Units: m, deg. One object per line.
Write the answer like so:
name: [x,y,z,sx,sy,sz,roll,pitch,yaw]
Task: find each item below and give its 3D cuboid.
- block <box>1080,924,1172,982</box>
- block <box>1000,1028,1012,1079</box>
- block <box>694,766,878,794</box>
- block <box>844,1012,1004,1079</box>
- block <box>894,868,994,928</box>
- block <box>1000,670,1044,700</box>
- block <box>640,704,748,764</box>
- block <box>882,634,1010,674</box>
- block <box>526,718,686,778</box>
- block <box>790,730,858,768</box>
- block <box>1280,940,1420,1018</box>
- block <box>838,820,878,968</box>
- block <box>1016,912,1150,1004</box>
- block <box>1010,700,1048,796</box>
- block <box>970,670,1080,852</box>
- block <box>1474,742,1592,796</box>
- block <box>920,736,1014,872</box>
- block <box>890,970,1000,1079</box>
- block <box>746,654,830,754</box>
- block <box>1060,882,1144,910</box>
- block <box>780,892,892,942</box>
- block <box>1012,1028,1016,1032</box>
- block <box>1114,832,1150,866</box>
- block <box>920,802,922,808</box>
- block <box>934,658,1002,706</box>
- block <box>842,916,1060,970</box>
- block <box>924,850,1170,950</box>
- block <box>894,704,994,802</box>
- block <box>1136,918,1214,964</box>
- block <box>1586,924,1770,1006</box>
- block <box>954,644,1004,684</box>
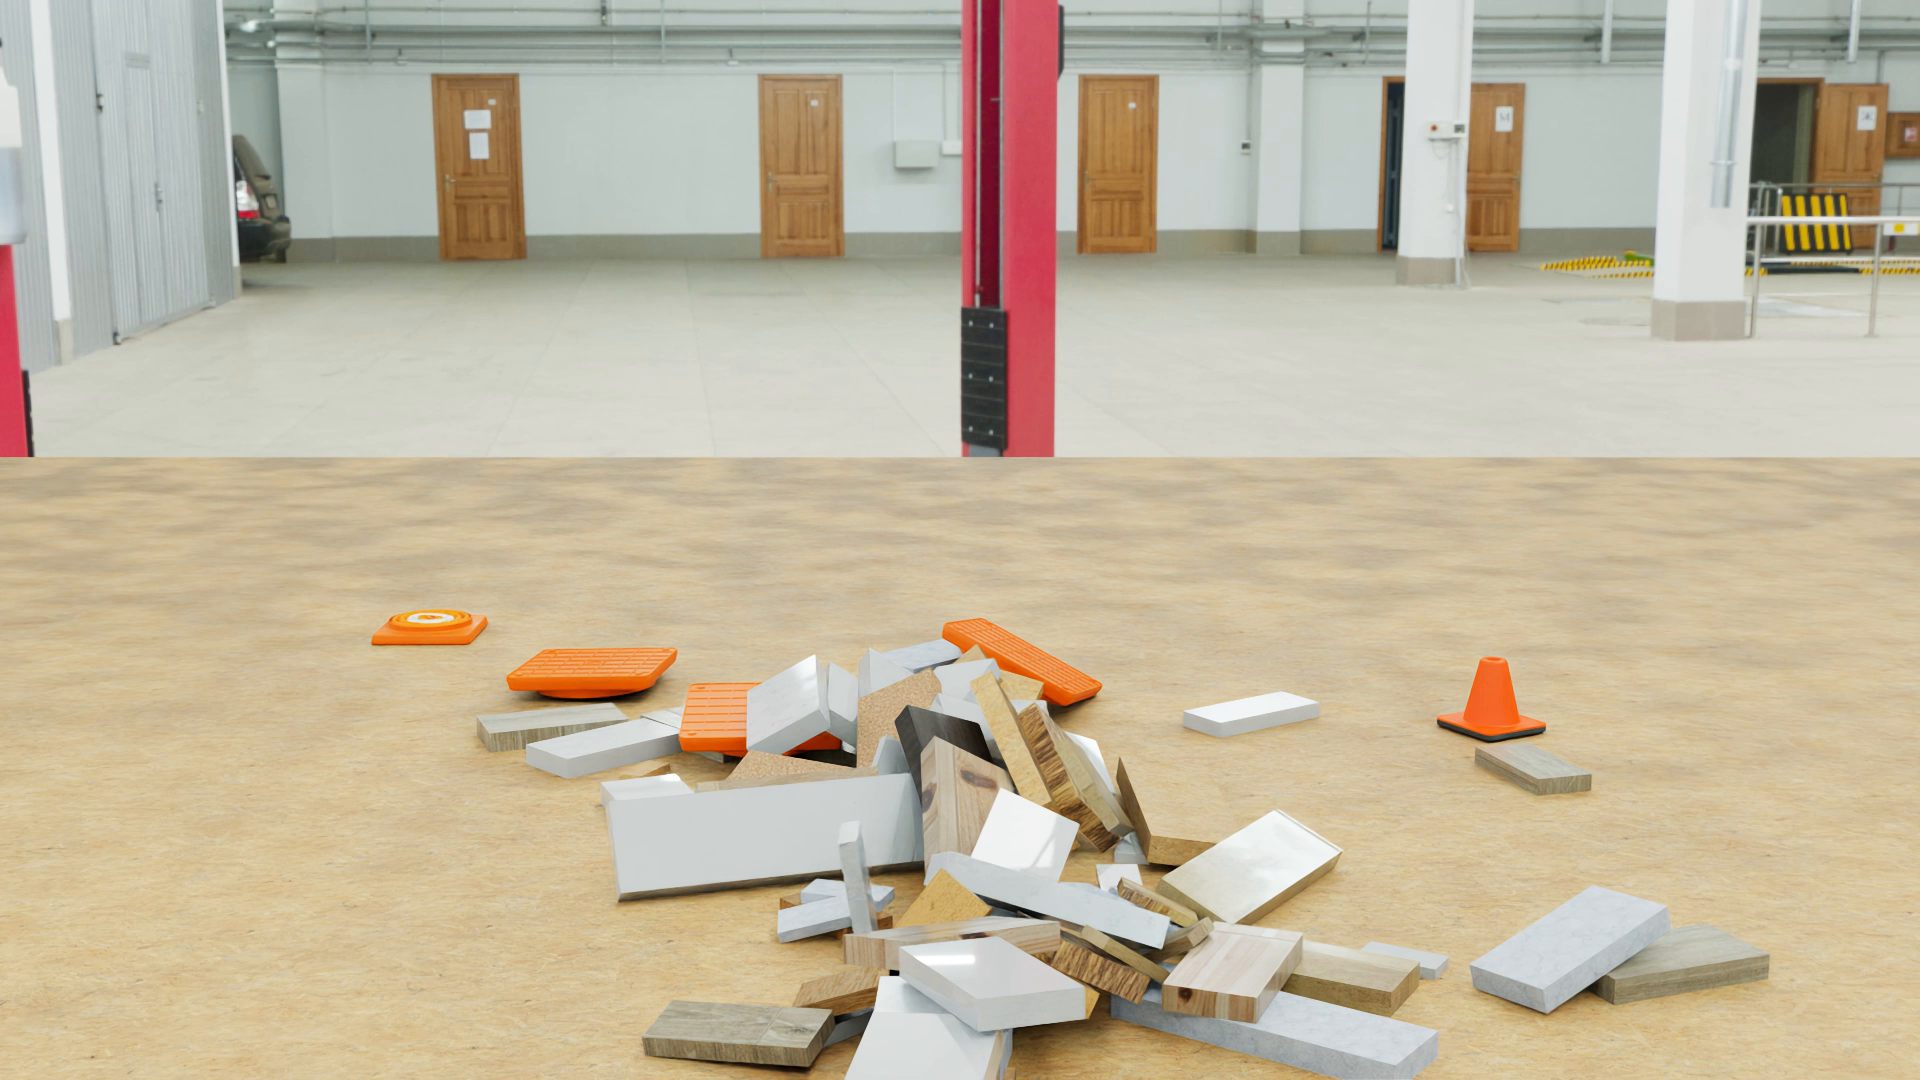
block: [0.242,0.596,3.149,0.136,0.019,0.068,33,-7,-26]
block: [-0.012,0.658,2.808,0.140,0.040,0.280,-1,-2,5]
block: [-0.288,0.488,3.797,0.320,0.160,0.045,-3,-26,-18]
block: [-0.048,0.600,2.388,0.150,0.043,0.301,0,13,9]
block: [-0.047,0.573,3.148,0.093,0.186,0.026,38,-3,18]
block: [0.078,0.360,4.469,0.115,0.033,0.230,16,43,13]
block: [-0.520,0.400,4.577,0.148,0.042,0.296,-9,14,-41]
block: [-0.050,0.274,5.002,0.158,0.045,0.315,10,14,43]
block: [-0.716,0.421,4.464,0.291,0.041,0.145,-10,14,-43]
block: [-0.216,0.421,4.467,0.148,0.042,0.350,-9,14,-39]
block: [0.532,0.644,3.275,0.272,0.039,0.136,6,12,28]
block: [-0.154,0.542,3.371,0.028,0.201,0.100,-9,10,2]
block: [0.167,0.597,3.159,0.140,0.040,0.280,25,-6,-9]
block: [0.071,0.406,4.261,0.139,0.039,0.277,0,32,17]
block: [0.114,0.395,3.898,0.045,0.158,0.317,-28,47,3]
block: [1.127,0.450,4.333,0.117,0.033,0.235,-3,11,-17]
block: [0.017,0.472,3.674,0.158,0.045,0.317,27,27,-18]
block: [-0.022,0.601,2.709,0.140,0.040,0.280,-2,16,2]
block: [-0.336,0.329,4.286,0.157,0.044,0.313,-29,17,3]
block: [0.218,0.557,3.393,0.127,0.018,0.063,28,-22,-34]
block: [-0.200,0.602,3.536,0.091,0.026,0.182,-9,14,-39]
block: [0.004,0.632,2.978,0.140,0.040,0.280,0,-18,2]
block: [0.311,0.543,3.876,0.063,0.018,0.125,2,11,12]
block: [-0.026,0.438,4.125,0.139,0.039,0.277,-22,20,4]
block: [-0.038,0.329,4.301,0.139,0.039,0.277,-11,23,32]
block: [-0.009,0.526,2.871,0.262,0.037,0.131,1,-5,-41]
block: [0.126,0.539,3.282,0.340,0.048,0.170,18,-12,-7]
block: [0.000,0.431,3.825,0.158,0.045,0.317,17,34,-32]
block: [0.308,0.607,3.277,0.139,0.020,0.069,-33,-4,37]
block: [1.057,0.637,3.310,0.280,0.040,0.140,-4,11,-21]
block: [0.017,0.289,4.529,0.115,0.033,0.230,-40,13,1]
